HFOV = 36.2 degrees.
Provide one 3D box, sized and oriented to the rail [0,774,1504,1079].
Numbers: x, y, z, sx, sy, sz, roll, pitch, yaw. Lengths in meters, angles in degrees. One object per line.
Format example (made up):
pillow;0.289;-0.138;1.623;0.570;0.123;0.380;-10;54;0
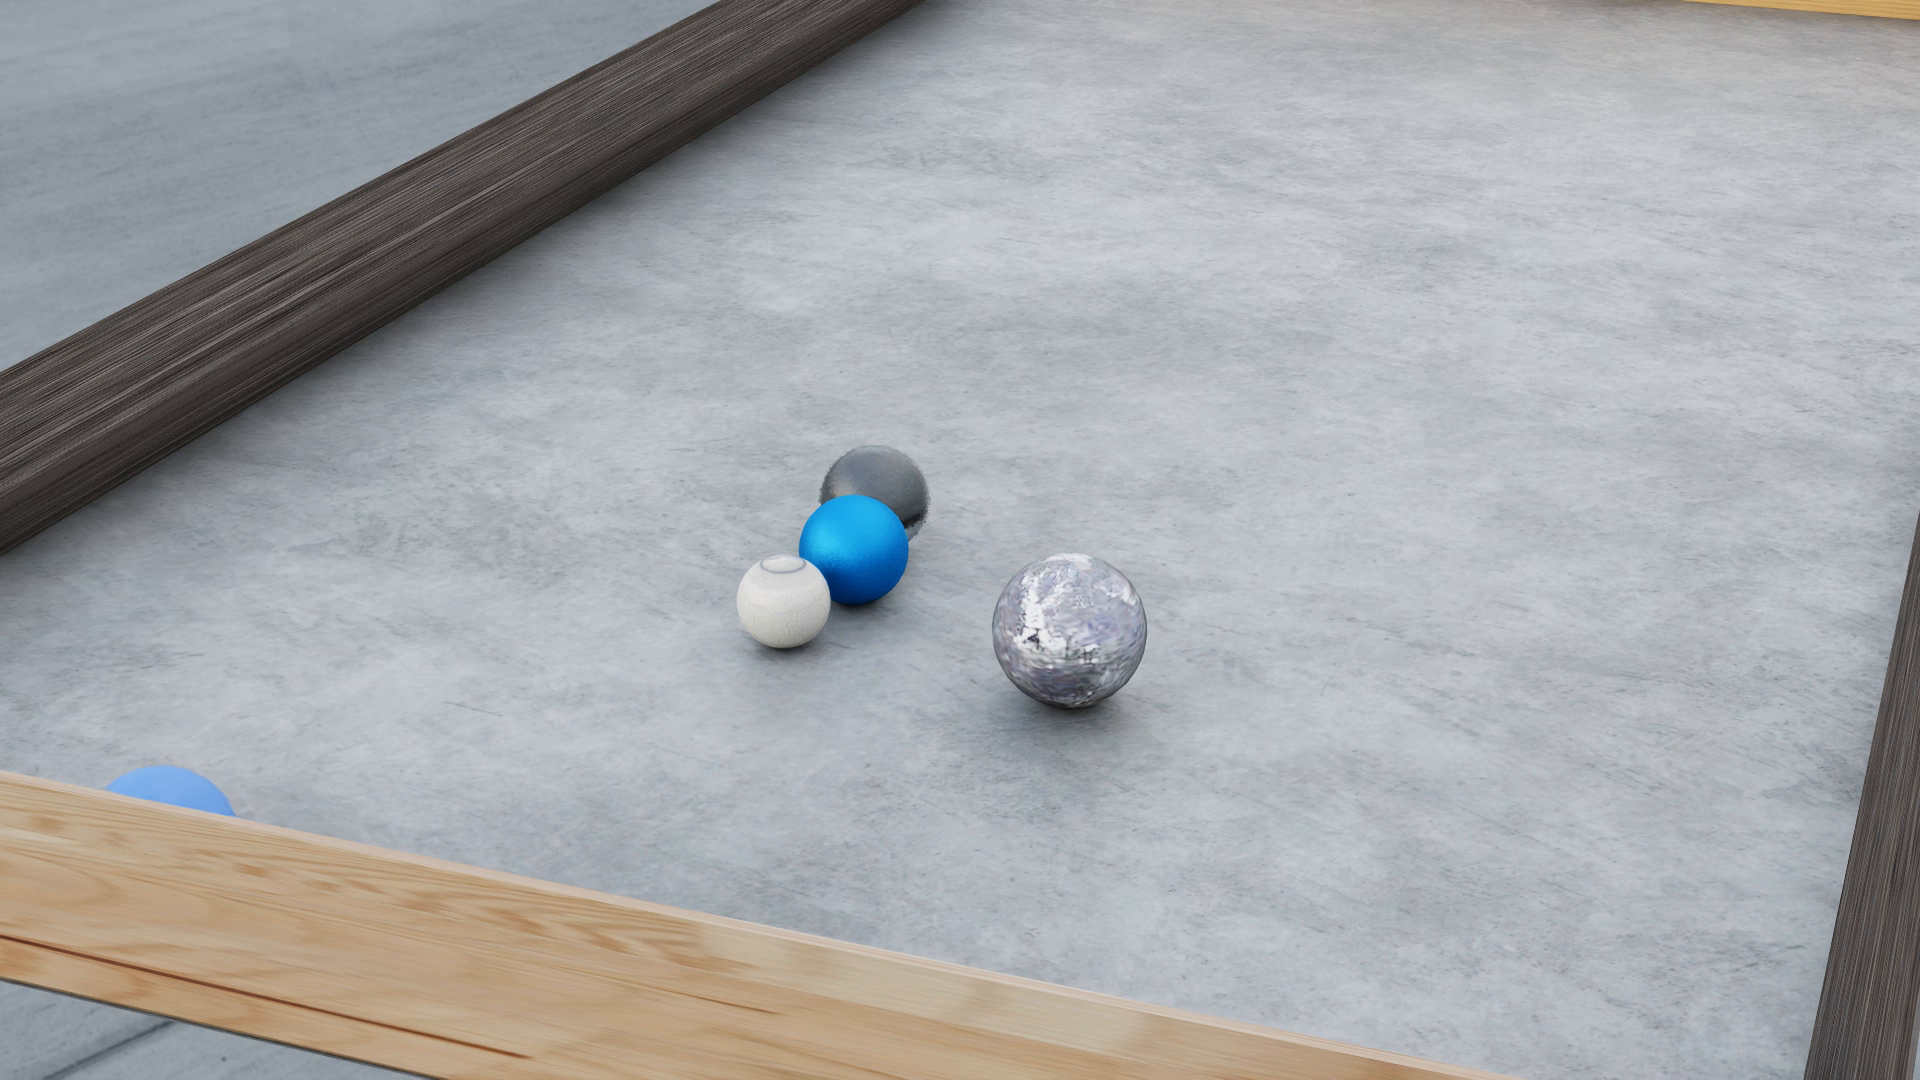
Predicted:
rail;-0.215;0.205;1.432;1.285;0.125;0.045;9;25;19

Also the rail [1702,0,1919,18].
rail;0.663;-0.728;3.555;1.285;0.125;0.045;9;25;19

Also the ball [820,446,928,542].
ball;-0.059;-0.028;2.027;0.075;0.075;0.075;0;24;0

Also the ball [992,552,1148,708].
ball;0.067;0.056;1.811;0.096;0.096;0.096;0;24;0

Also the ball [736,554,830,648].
ball;-0.113;0.039;1.892;0.061;0.061;0.061;0;24;0

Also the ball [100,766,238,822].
ball;-0.430;0.164;1.581;0.084;0.084;0.084;0;24;0

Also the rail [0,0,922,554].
rail;-0.355;-0.349;2.694;0.045;0.125;2.527;9;25;19

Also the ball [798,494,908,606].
ball;-0.070;0.007;1.951;0.073;0.073;0.073;0;24;0

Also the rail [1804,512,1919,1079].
rail;0.803;-0.173;2.293;0.045;0.125;2.527;9;25;19
